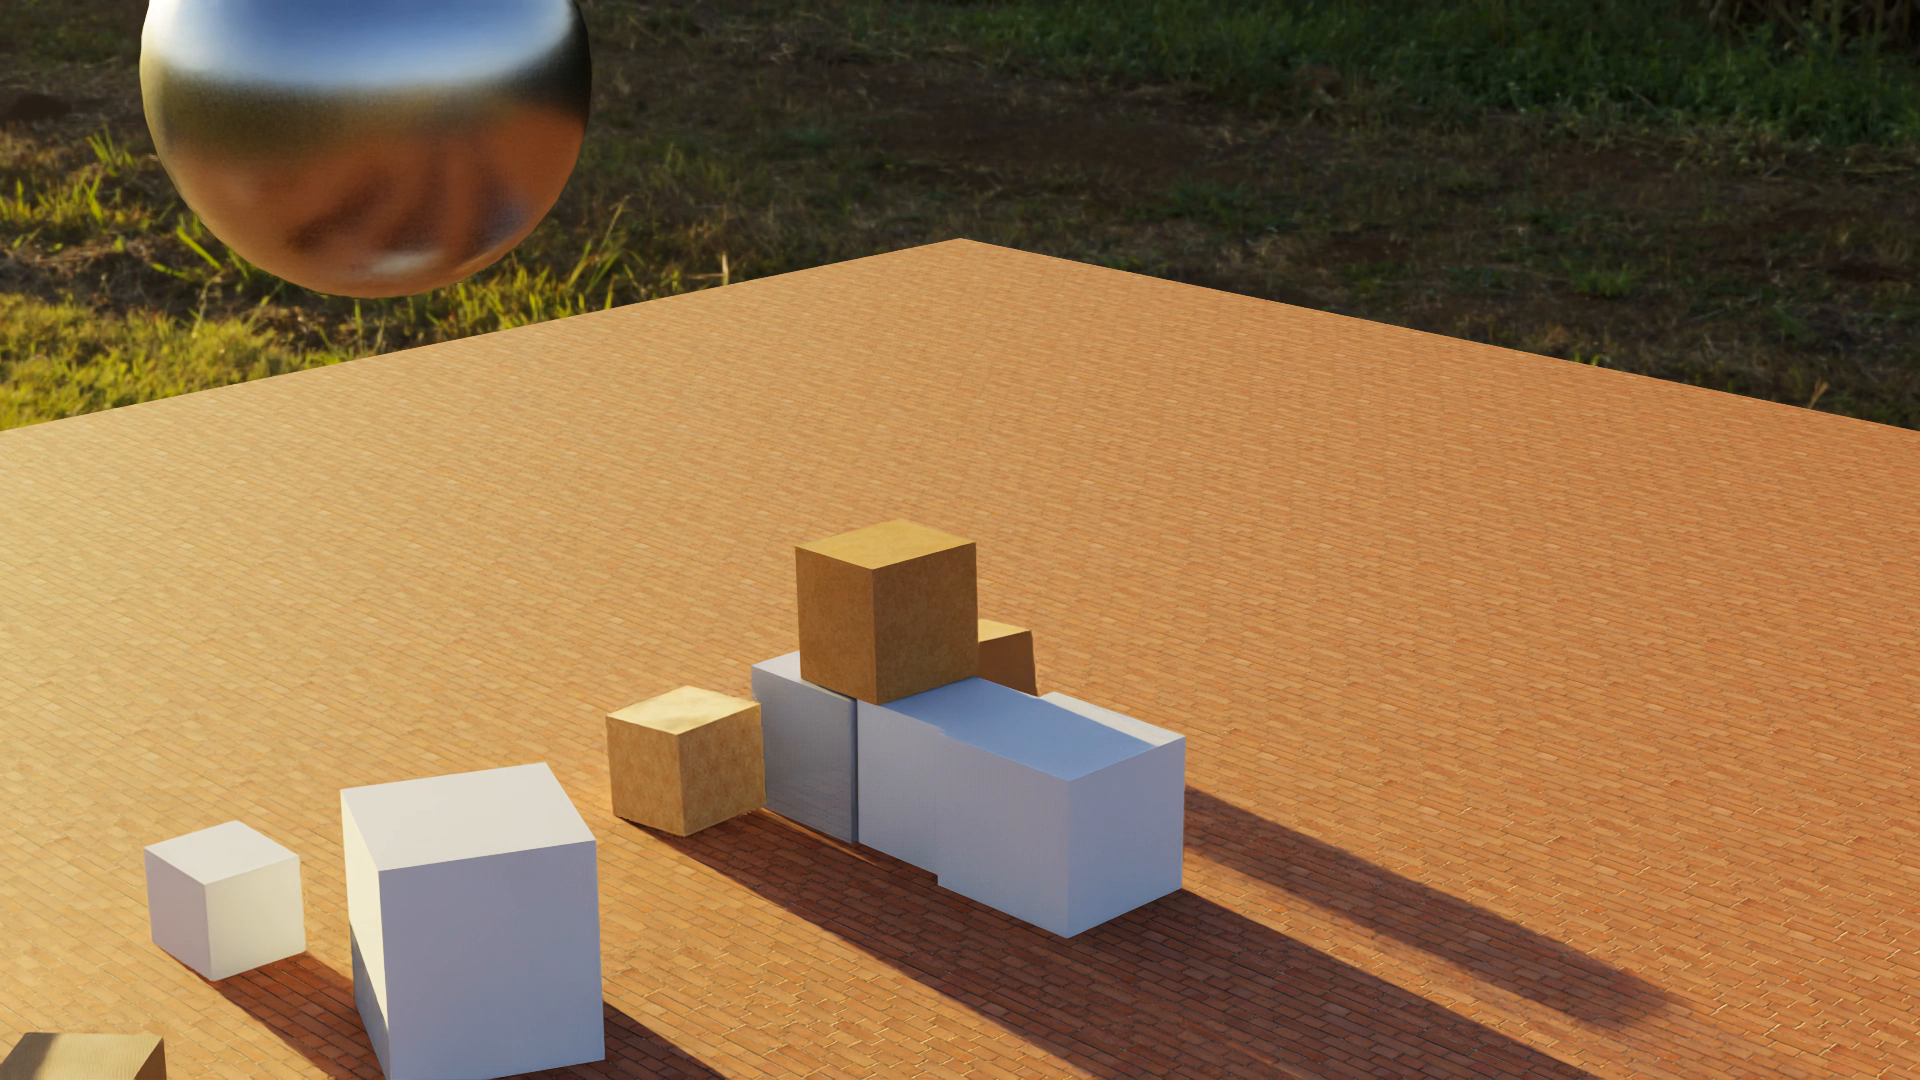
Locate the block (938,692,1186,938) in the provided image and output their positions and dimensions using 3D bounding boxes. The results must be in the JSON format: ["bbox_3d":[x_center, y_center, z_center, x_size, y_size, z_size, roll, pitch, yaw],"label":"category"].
[{"bbox_3d":[0.454,1.223,13.222,0.763,0.738,0.806,-17,24,-42],"label":"block"}]

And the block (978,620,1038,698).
[{"bbox_3d":[0.059,0.708,15.226,0.504,0.459,0.440,-11,12,-32],"label":"block"}]

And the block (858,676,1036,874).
[{"bbox_3d":[-0.057,1.078,13.701,0.594,0.728,0.593,17,24,42],"label":"block"}]

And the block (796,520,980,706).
[{"bbox_3d":[-0.340,0.332,13.786,0.632,0.654,0.562,-15,21,-39],"label":"block"}]

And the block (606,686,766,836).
[{"bbox_3d":[-1.315,1.055,14.092,0.502,0.508,0.544,11,20,40],"label":"block"}]

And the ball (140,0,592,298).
[{"bbox_3d":[-2.132,-1.674,10.581,1.600,1.600,1.600,0,17,0],"label":"ball"}]

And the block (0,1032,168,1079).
[{"bbox_3d":[-3.175,2.169,10.483,0.507,0.575,0.626,1,17,3],"label":"block"}]

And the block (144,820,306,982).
[{"bbox_3d":[-3.174,1.551,12.661,0.449,0.448,0.532,-15,23,-40],"label":"block"}]

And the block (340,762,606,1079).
[{"bbox_3d":[-1.971,1.547,11.833,0.850,0.952,0.872,-6,19,-20],"label":"block"}]

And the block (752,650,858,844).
[{"bbox_3d":[-0.514,0.943,14.154,0.683,0.713,0.699,-16,24,-42],"label":"block"}]
